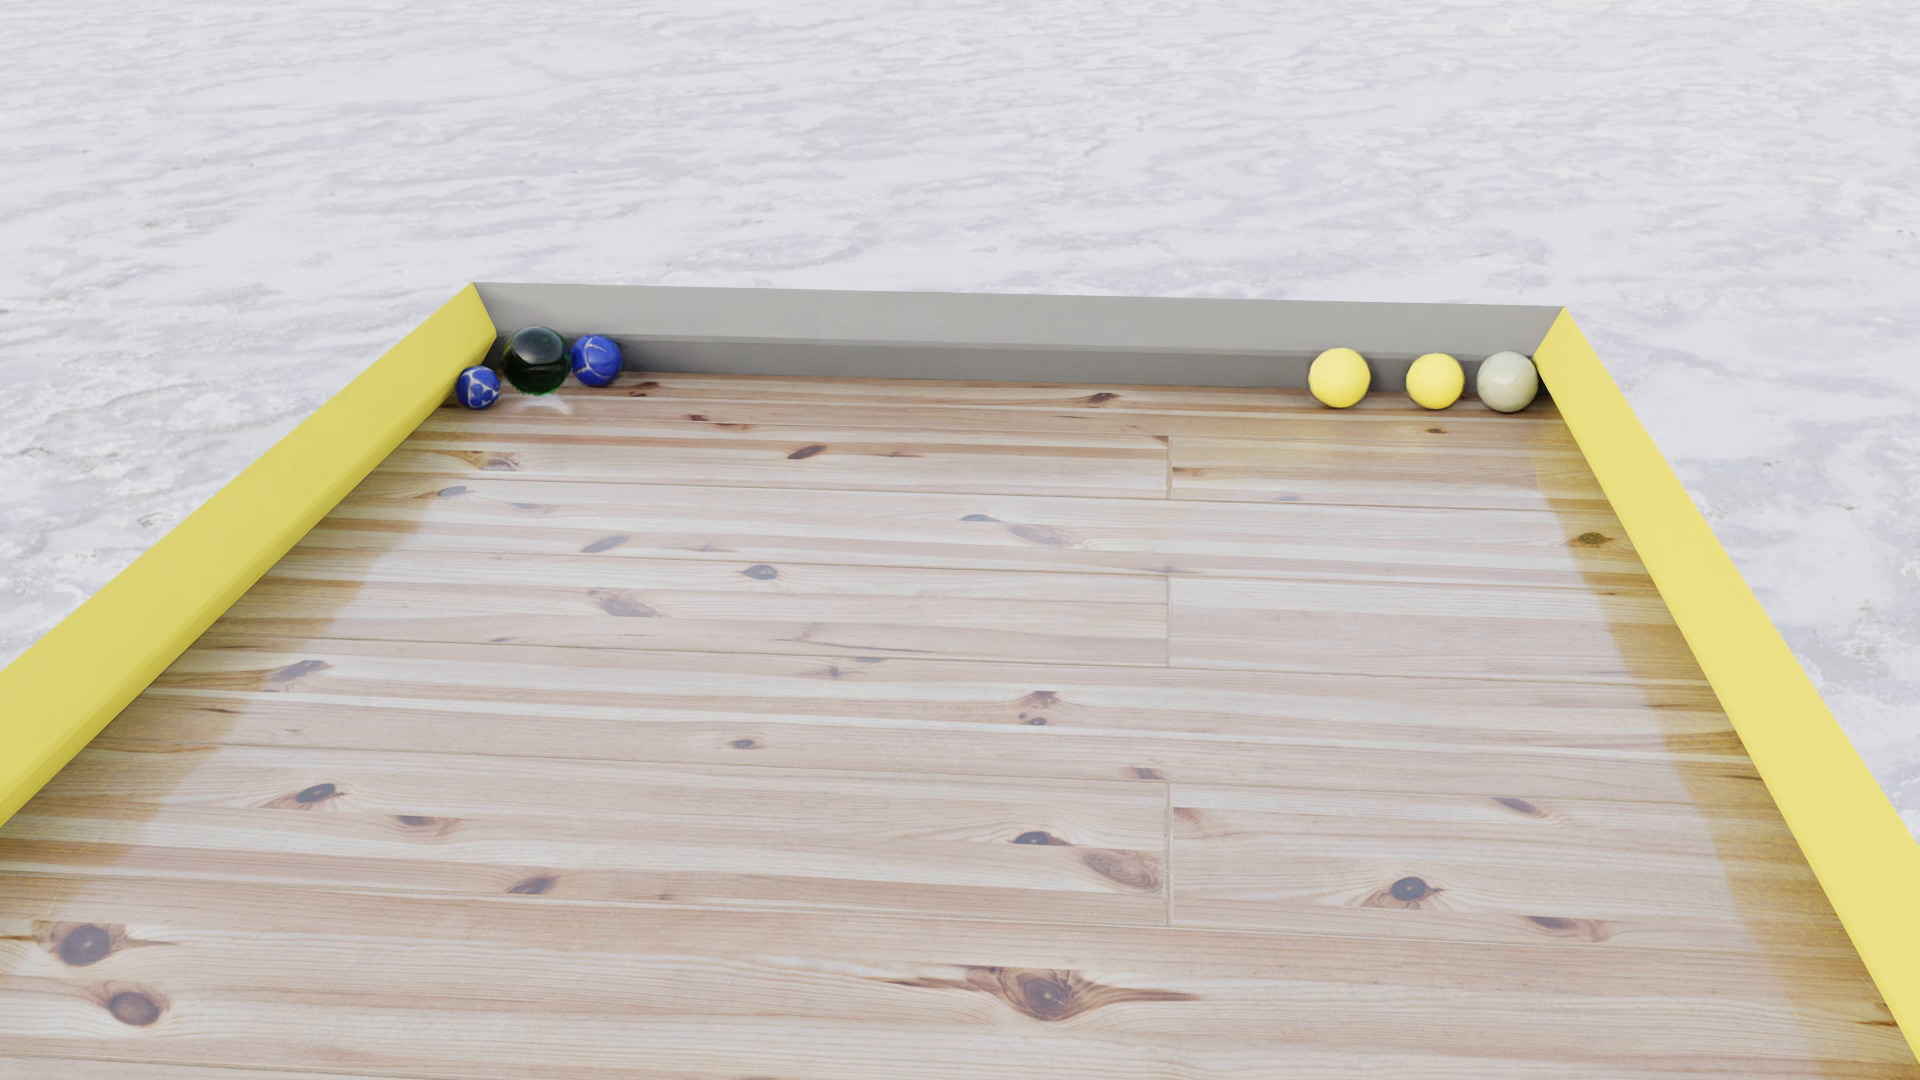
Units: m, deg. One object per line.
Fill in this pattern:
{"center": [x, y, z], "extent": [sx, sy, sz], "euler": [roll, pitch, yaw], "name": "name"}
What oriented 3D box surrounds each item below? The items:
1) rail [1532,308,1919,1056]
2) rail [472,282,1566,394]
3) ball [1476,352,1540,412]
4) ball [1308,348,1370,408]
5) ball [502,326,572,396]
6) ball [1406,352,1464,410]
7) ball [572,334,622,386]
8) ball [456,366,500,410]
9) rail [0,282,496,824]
{"center": [0.677, 0.264, 1.658], "extent": [0.045, 0.126, 2.980], "euler": [2, 21, 5], "name": "rail"}
{"center": [0.064, -0.278, 3.085], "extent": [1.539, 0.126, 0.045], "euler": [2, 21, 5], "name": "rail"}
{"center": [0.742, -0.214, 2.981], "extent": [0.083, 0.083, 0.083], "euler": [0, 21, 0], "name": "ball"}
{"center": [0.517, -0.221, 3.000], "extent": [0.082, 0.082, 0.082], "euler": [0, 21, 0], "name": "ball"}
{"center": [-0.588, -0.249, 3.053], "extent": [0.097, 0.097, 0.097], "euler": [0, 21, 0], "name": "ball"}
{"center": [0.647, -0.216, 2.995], "extent": [0.077, 0.077, 0.077], "euler": [0, 21, 0], "name": "ball"}
{"center": [-0.512, -0.253, 3.095], "extent": [0.074, 0.074, 0.074], "euler": [0, 21, 0], "name": "ball"}
{"center": [-0.656, -0.209, 2.998], "extent": [0.060, 0.060, 0.060], "euler": [0, 21, 0], "name": "ball"}
{"center": [-0.809, 0.217, 1.782], "extent": [0.045, 0.126, 2.980], "euler": [2, 21, 5], "name": "rail"}
